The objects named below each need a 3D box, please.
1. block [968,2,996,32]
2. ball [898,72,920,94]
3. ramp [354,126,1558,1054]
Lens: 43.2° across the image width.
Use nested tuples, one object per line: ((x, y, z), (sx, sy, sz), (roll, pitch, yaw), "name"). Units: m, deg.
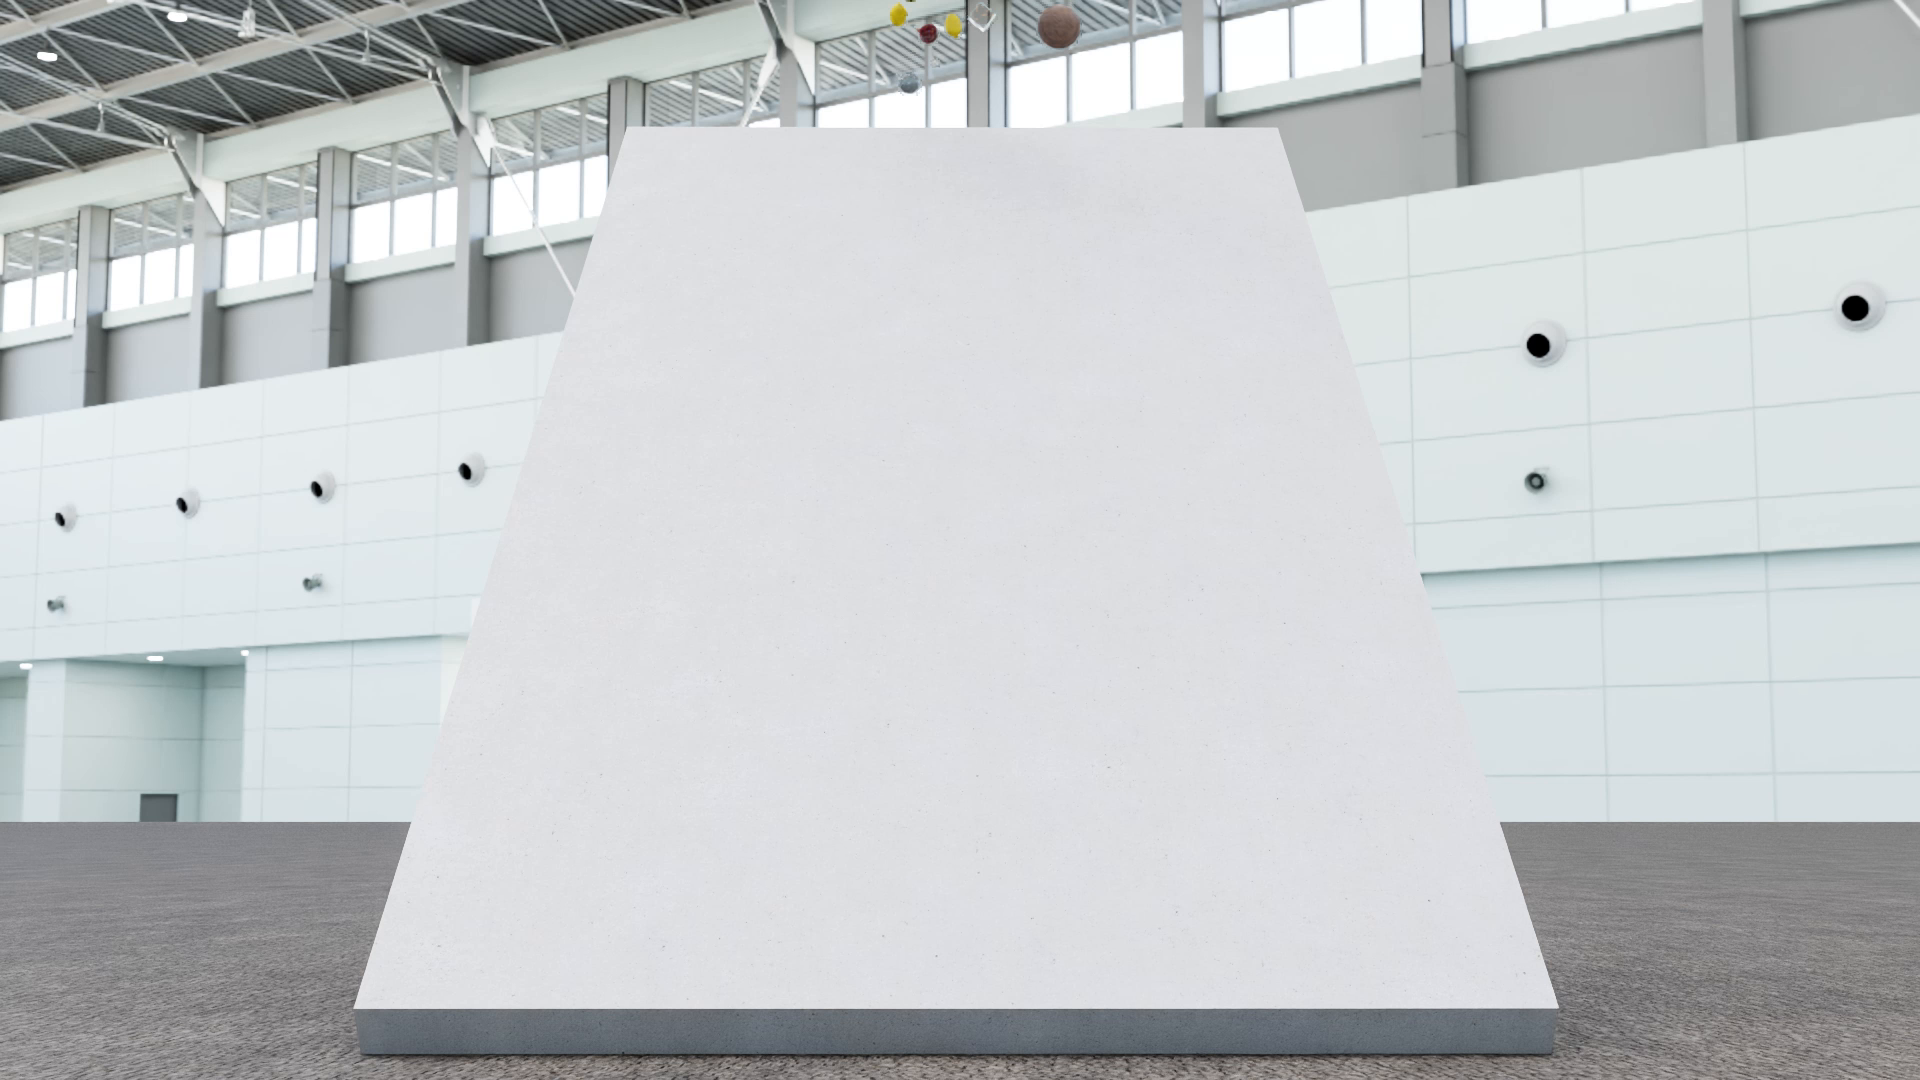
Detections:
((0.067, -1.595, 7.396), (0.060, 0.060, 0.060), (38, 1, 0), "block")
((-0.153, -1.387, 7.372), (0.066, 0.066, 0.066), (0, -6, 0), "ball")
((-0.014, -0.203, 5.771), (2.000, 0.100, 4.000), (0, 31, 0), "ramp")
